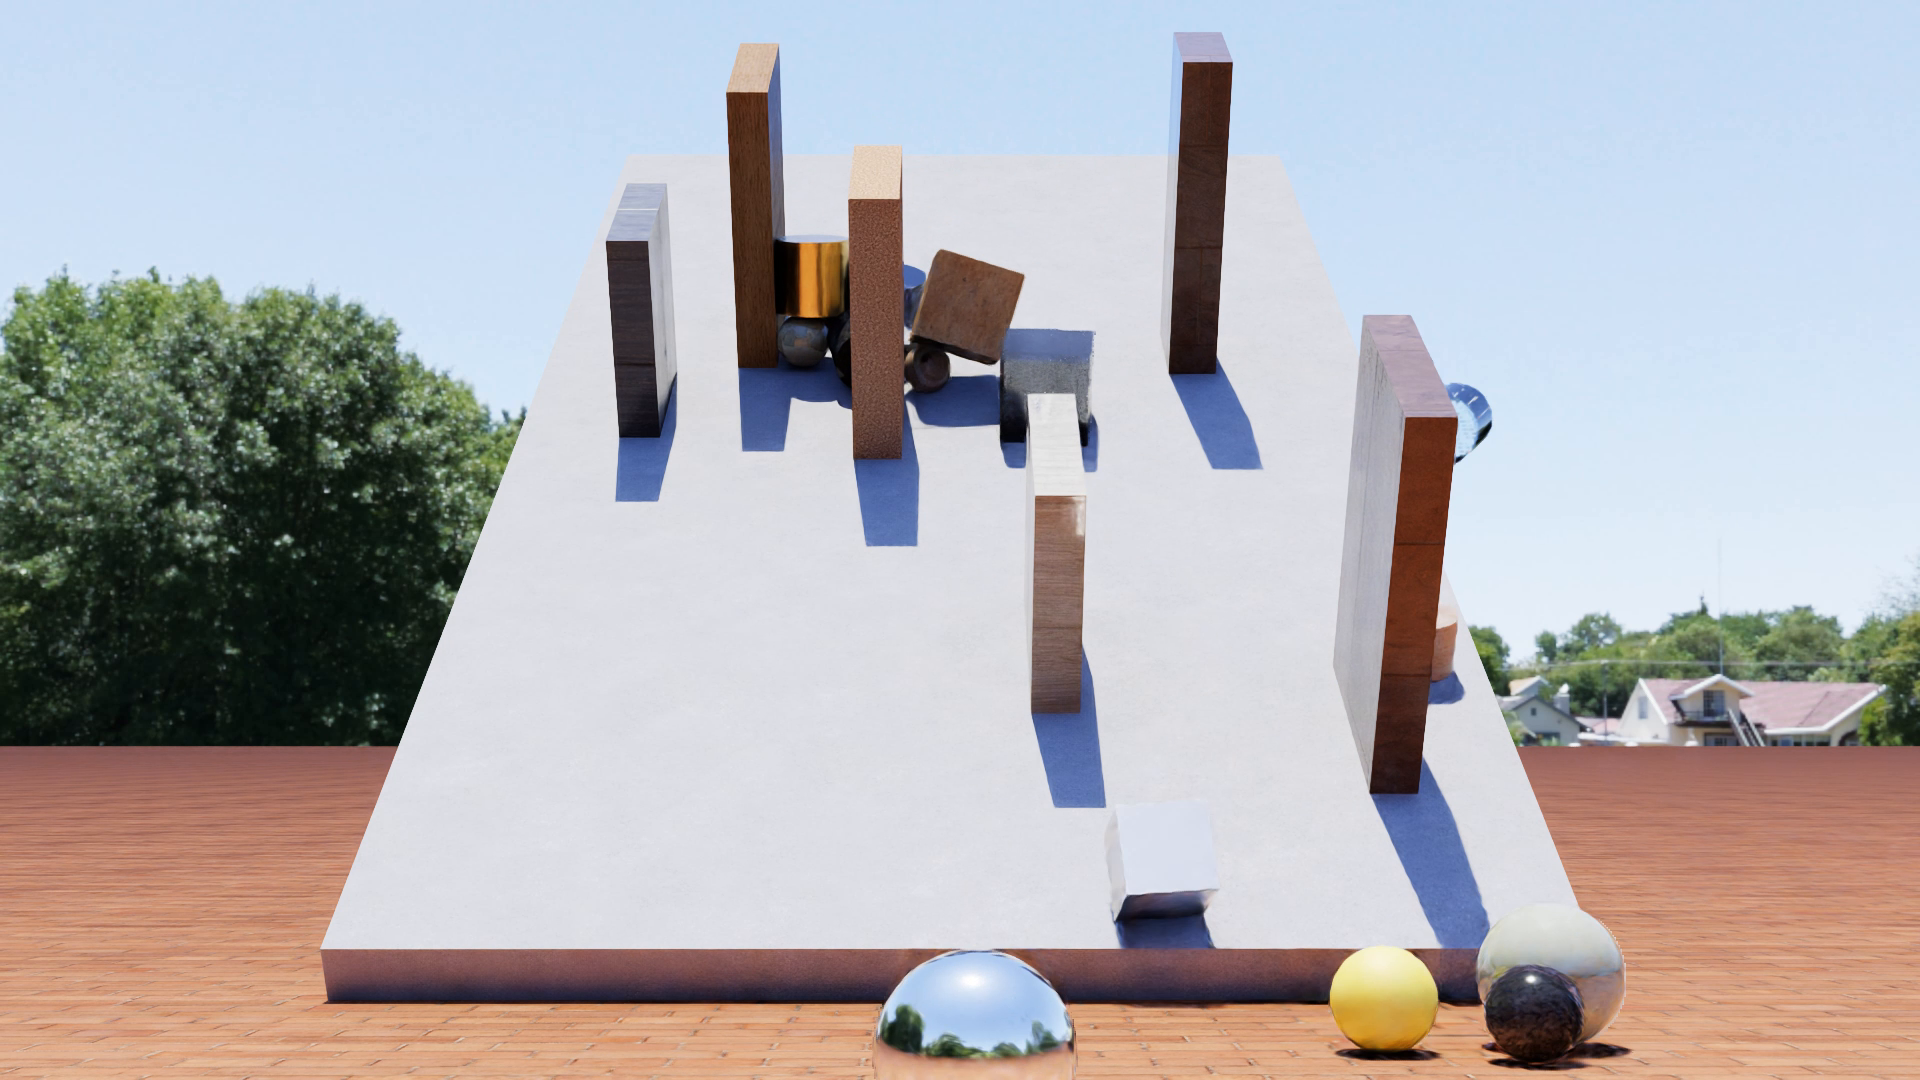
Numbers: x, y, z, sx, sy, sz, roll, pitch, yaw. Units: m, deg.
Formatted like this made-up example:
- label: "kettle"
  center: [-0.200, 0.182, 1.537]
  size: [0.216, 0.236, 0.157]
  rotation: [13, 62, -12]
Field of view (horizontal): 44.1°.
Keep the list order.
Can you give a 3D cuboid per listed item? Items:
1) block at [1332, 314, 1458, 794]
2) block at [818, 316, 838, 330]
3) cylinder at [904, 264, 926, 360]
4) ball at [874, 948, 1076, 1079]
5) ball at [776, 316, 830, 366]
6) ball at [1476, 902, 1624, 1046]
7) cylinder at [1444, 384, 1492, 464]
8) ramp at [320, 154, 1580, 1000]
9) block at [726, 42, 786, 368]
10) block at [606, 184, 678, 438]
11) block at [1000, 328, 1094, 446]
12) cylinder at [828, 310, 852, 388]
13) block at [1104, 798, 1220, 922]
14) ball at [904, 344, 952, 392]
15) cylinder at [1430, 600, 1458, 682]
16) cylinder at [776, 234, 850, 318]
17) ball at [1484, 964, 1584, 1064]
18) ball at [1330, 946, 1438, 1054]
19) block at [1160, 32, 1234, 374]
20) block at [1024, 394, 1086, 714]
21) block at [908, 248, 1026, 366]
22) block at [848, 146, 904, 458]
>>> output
- label: "block"
  center: [0.753, 0.021, 4.151]
  size: [0.085, 0.715, 0.441]
  rotation: [0, 27, 0]
- label: "block"
  center: [-0.306, -0.621, 6.009]
  size: [0.159, 0.159, 0.159]
  rotation: [3, 27, 5]
- label: "cylinder"
  center: [-0.177, -0.560, 5.856]
  size: [0.190, 0.190, 0.190]
  rotation: [0, 27, 0]
- label: "ball"
  center: [0.015, 0.511, 2.372]
  size: [0.202, 0.202, 0.202]
  rotation: [0, -5, 0]
- label: "ball"
  center: [-0.380, -0.487, 5.779]
  size: [0.131, 0.131, 0.131]
  rotation: [0, -5, 0]
- label: "ball"
  center: [0.791, 0.583, 3.182]
  size: [0.194, 0.194, 0.194]
  rotation: [0, -5, 0]
- label: "cylinder"
  center: [1.140, -0.269, 5.536]
  size: [0.164, 0.164, 0.164]
  rotation: [-2, 14, 27]
- label: "ramp"
  center: [-0.011, -0.226, 5.524]
  size: [2.000, 0.100, 4.000]
  rotation: [0, 27, 0]
- label: "block"
  center: [-0.494, -0.823, 5.822]
  size: [0.096, 0.689, 0.423]
  rotation: [0, 27, 0]
- label: "block"
  center: [-0.733, -0.535, 5.492]
  size: [0.093, 0.475, 0.393]
  rotation: [0, 27, 0]
- label: "block"
  center: [0.199, -0.352, 5.442]
  size: [0.201, 0.201, 0.201]
  rotation: [3, 27, 5]
- label: "cylinder"
  center: [-0.231, -0.457, 5.694]
  size: [0.155, 0.155, 0.155]
  rotation: [1, 26, -12]
- label: "block"
  center: [0.317, 0.508, 3.758]
  size: [0.146, 0.146, 0.146]
  rotation: [-3, -25, -6]
- label: "ball"
  center: [-0.077, -0.409, 5.646]
  size: [0.114, 0.114, 0.114]
  rotation: [0, -5, 0]
- label: "cylinder"
  center: [0.877, 0.189, 4.479]
  size: [0.117, 0.117, 0.117]
  rotation: [0, 27, 0]
- label: "cylinder"
  center: [-0.356, -0.643, 5.766]
  size: [0.178, 0.178, 0.178]
  rotation: [0, 14, 0]
- label: "ball"
  center: [0.734, 0.605, 3.034]
  size: [0.126, 0.126, 0.126]
  rotation: [0, -5, 0]
- label: "ball"
  center: [0.558, 0.605, 3.125]
  size: [0.141, 0.141, 0.141]
  rotation: [0, -5, 0]
- label: "block"
  center: [0.564, -0.806, 5.703]
  size: [0.115, 0.772, 0.258]
  rotation: [0, 27, 0]
- label: "block"
  center: [0.175, 0.019, 4.448]
  size: [0.090, 0.445, 0.442]
  rotation: [0, 27, 0]
- label: "block"
  center: [0.014, -0.551, 5.647]
  size: [0.210, 0.210, 0.210]
  rotation: [17, -1, -5]
- label: "block"
  center: [-0.186, -0.539, 5.353]
  size: [0.109, 0.611, 0.372]
  rotation: [0, 27, 0]
